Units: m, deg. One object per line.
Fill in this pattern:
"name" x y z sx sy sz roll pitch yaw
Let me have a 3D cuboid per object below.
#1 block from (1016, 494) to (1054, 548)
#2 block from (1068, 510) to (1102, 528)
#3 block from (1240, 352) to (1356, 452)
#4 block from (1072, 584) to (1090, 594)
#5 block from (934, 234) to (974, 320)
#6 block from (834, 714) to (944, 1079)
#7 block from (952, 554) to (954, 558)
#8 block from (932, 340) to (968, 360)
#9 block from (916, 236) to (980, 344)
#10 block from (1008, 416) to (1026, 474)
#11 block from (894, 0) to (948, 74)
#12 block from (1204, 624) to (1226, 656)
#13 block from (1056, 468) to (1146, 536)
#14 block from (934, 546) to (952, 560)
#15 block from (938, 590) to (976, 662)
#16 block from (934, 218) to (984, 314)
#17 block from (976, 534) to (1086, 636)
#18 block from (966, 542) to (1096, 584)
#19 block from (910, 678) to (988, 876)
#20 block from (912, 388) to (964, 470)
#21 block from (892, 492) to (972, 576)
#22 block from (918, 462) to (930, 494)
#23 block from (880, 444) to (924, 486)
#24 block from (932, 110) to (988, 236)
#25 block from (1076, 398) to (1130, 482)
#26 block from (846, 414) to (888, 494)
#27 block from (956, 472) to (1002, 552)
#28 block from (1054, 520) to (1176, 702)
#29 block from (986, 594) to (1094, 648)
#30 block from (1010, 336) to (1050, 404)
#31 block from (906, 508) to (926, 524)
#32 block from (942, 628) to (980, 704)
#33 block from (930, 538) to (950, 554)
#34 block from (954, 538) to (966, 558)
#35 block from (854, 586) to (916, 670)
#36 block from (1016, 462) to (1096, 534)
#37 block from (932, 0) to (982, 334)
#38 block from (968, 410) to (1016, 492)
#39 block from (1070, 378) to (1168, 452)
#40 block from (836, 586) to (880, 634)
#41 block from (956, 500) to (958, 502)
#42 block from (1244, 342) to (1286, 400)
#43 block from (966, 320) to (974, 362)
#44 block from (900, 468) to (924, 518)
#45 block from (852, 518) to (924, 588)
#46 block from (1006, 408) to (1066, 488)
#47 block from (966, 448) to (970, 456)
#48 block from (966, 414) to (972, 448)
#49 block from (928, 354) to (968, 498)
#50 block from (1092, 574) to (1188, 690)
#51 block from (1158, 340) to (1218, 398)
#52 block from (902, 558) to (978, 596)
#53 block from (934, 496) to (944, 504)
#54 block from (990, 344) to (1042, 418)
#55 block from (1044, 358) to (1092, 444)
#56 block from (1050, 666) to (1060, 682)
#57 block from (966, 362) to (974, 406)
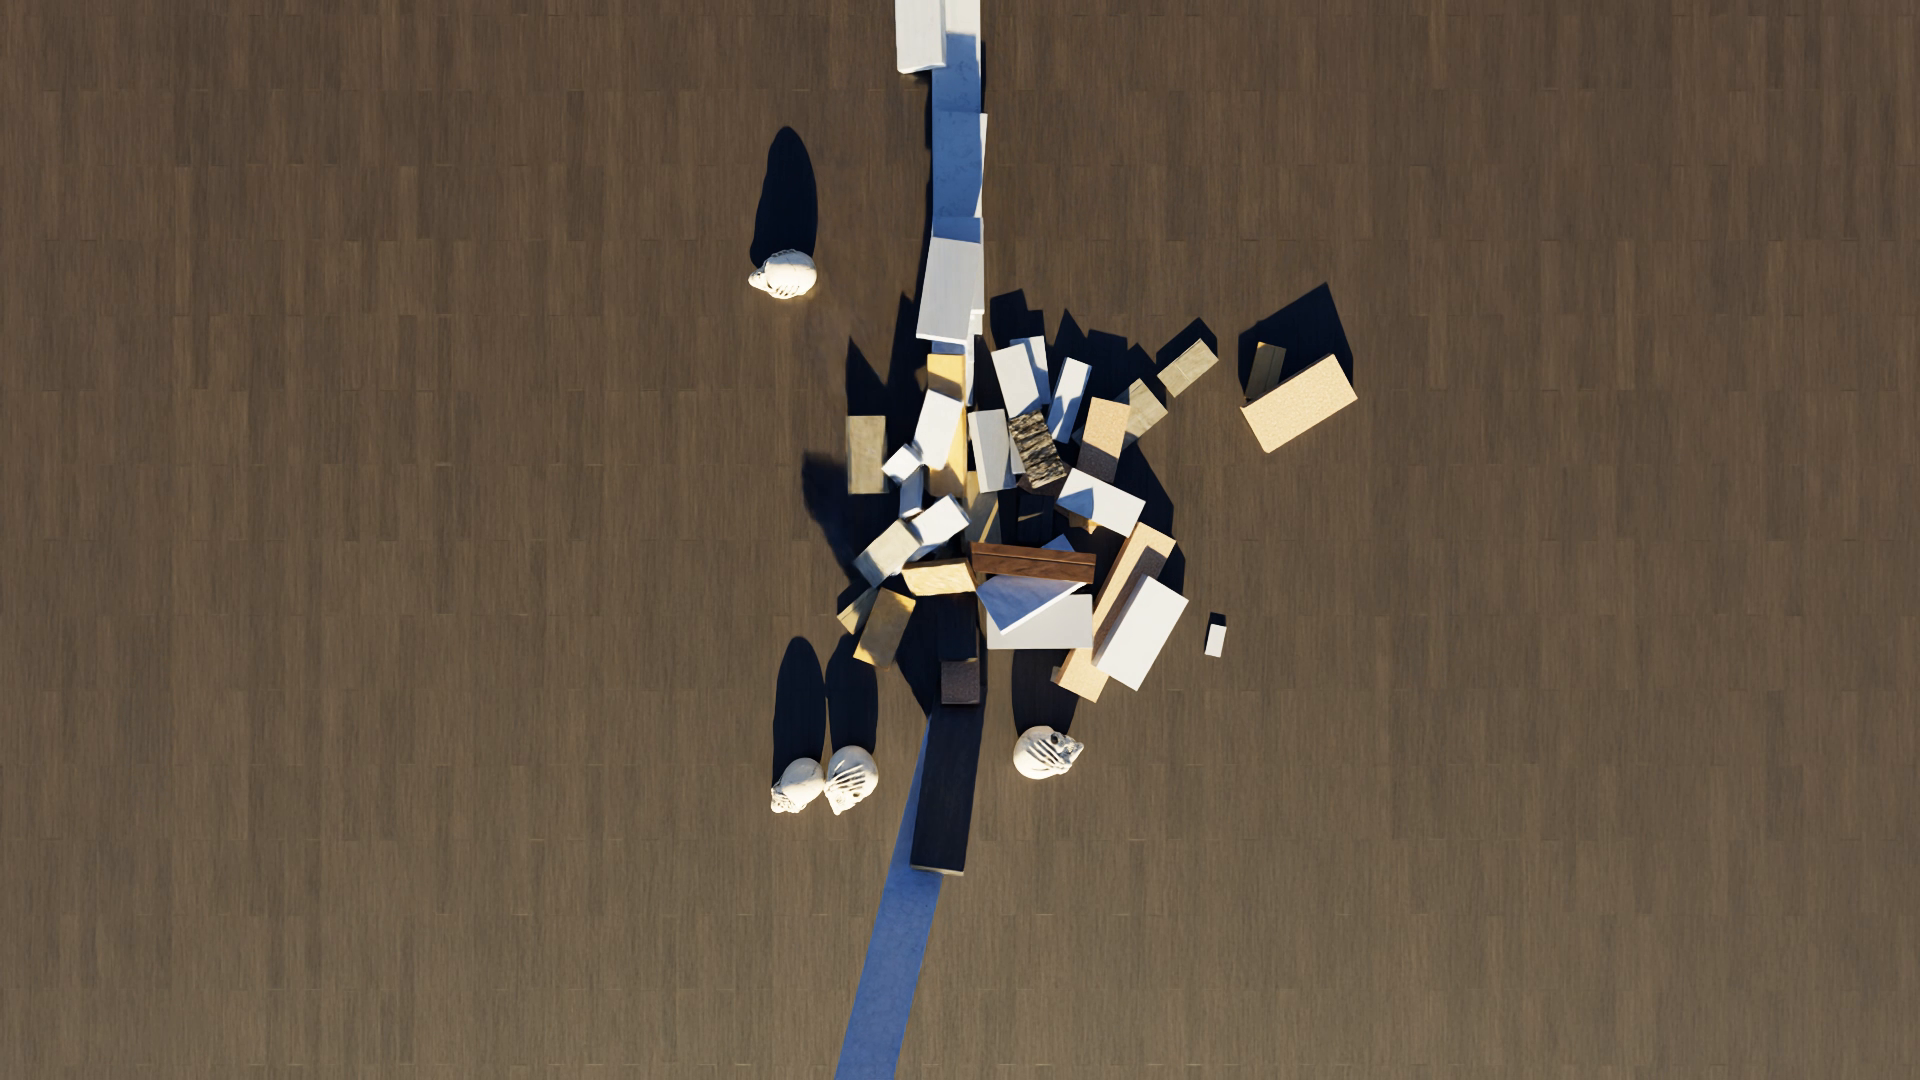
"block" 0.241 0.043 5.461 0.113 0.032 0.385 5 96 3
"block" 0.453 -0.095 5.444 0.189 0.027 0.094 -3 90 0
"block" 1.121 -0.454 5.458 0.344 0.049 0.172 -31 102 0
"block" 0.364 0.178 5.481 0.132 0.037 0.264 0 90 0
"block" -0.015 -0.871 5.309 0.153 0.043 0.307 6 81 1
"block" -0.213 1.331 5.115 0.172 0.049 1.662 15 64 0
"block" -0.005 0.102 5.474 0.054 0.015 0.108 5 71 2
"block" -0.033 -0.631 5.356 0.116 0.033 0.302 3 99 0
"block" -0.035 -0.787 5.207 0.160 0.045 0.320 8 81 1
"block" 0.215 -0.315 5.458 0.095 0.027 0.189 -6 78 12
"block" -0.130 -1.716 5.446 0.160 0.045 0.319 -3 89 23
"block" 0.851 0.334 5.493 0.051 0.014 0.102 12 90 0
"block" 0.460 -0.123 5.408 0.263 0.037 0.130 25 94 -1
"block" -0.067 0.076 5.475 0.015 0.054 0.108 27 90 41
"block" -0.009 0.274 5.448 0.125 0.035 0.249 -1 73 0
"block" -0.002 -0.876 5.266 0.153 0.043 0.307 -1 81 0
"block" 0.239 0.145 5.388 0.344 0.049 0.172 -32 71 0
"block" 0.228 0.072 5.358 0.422 0.027 0.095 6 84 10
"block" -0.034 0.761 5.343 0.172 0.049 0.629 8 65 0
"block" -0.078 -0.358 5.334 0.118 0.034 0.237 23 111 16
"block" -0.125 -0.016 5.410 0.335 0.033 0.116 -35 92 26
"block" -0.118 -0.213 5.470 0.122 0.017 0.061 46 124 5
"block" -0.189 -0.248 5.395 0.081 0.161 0.023 42 51 -5
"block" -0.008 -1.119 5.433 0.153 0.043 0.571 4 90 0
"block" 0.470 -0.329 5.440 0.130 0.037 0.260 13 90 0
"block" -0.308 -0.282 5.455 0.130 0.037 0.260 -2 90 -26
"block" 0.061 -0.096 5.454 0.132 0.037 0.264 -5 90 -26
"block" 0.513 0.236 5.455 0.149 0.042 0.598 27 90 -20
"block" 0.263 0.269 5.415 0.345 0.049 0.172 -1 85 10
"block" 0.234 -0.559 5.484 0.113 0.032 0.225 -7 90 0
"block" -0.146 -0.033 5.448 0.079 0.022 0.158 27 114 17
"block" 0.002 0.414 5.443 0.125 0.035 0.249 0 71 0
"block" -0.063 -0.035 5.489 0.079 0.022 0.158 27 90 0
"block" 0.004 0.045 5.477 0.054 0.015 0.108 1 73 0
"block" -0.250 0.292 5.467 0.125 0.035 0.249 22 94 -7
"block" 0.352 -0.165 5.479 0.297 0.042 0.149 33 90 0
"block" -0.011 -1.347 5.477 0.160 0.045 1.325 0 90 0
"block" 0.107 -0.295 5.442 0.132 0.037 0.264 -9 90 -42
"block" 0.528 -0.384 5.479 0.297 0.042 0.148 -40 90 0
"block" -0.323 0.232 5.489 0.161 0.023 0.081 -41 90 0
"block" -0.040 -0.099 5.464 0.079 0.022 0.158 26 80 0
"block" 1.015 -0.555 5.487 0.094 0.027 0.188 14 90 0
"block" -0.007 -0.686 5.411 0.103 0.029 0.206 -1 90 0
"block" -0.160 -0.153 5.424 0.081 0.023 0.161 -25 47 34
"block" -0.239 0.043 5.434 0.116 0.033 0.231 48 116 1
"block" 0.252 -0.301 5.415 0.118 0.034 0.237 -23 75 8
"block" -0.021 -0.251 5.465 0.068 0.019 0.137 18 113 0
"block" 0.004 -0.350 5.471 0.068 0.019 0.137 18 90 0
"block" -0.040 -0.370 5.352 0.118 0.034 0.465 5 105 22
"block" 0.593 0.304 5.444 0.172 0.049 0.345 30 89 -20
"block" 0.757 -0.572 5.487 0.188 0.027 0.094 -40 90 0
"block" -0.067 0.122 5.406 0.231 0.033 0.116 -6 127 25
"block" -0.049 -0.127 5.448 0.061 0.017 0.122 24 80 -1
"block" 0.187 -0.525 5.452 0.113 0.032 0.225 -16 90 0
"block" 0.352 -0.462 5.471 0.094 0.027 0.270 18 90 -21
"block" 0.356 0.454 5.493 0.102 0.014 0.051 11 90 0
"block" -0.007 -0.626 5.440 0.103 0.029 0.362 1 90 0
